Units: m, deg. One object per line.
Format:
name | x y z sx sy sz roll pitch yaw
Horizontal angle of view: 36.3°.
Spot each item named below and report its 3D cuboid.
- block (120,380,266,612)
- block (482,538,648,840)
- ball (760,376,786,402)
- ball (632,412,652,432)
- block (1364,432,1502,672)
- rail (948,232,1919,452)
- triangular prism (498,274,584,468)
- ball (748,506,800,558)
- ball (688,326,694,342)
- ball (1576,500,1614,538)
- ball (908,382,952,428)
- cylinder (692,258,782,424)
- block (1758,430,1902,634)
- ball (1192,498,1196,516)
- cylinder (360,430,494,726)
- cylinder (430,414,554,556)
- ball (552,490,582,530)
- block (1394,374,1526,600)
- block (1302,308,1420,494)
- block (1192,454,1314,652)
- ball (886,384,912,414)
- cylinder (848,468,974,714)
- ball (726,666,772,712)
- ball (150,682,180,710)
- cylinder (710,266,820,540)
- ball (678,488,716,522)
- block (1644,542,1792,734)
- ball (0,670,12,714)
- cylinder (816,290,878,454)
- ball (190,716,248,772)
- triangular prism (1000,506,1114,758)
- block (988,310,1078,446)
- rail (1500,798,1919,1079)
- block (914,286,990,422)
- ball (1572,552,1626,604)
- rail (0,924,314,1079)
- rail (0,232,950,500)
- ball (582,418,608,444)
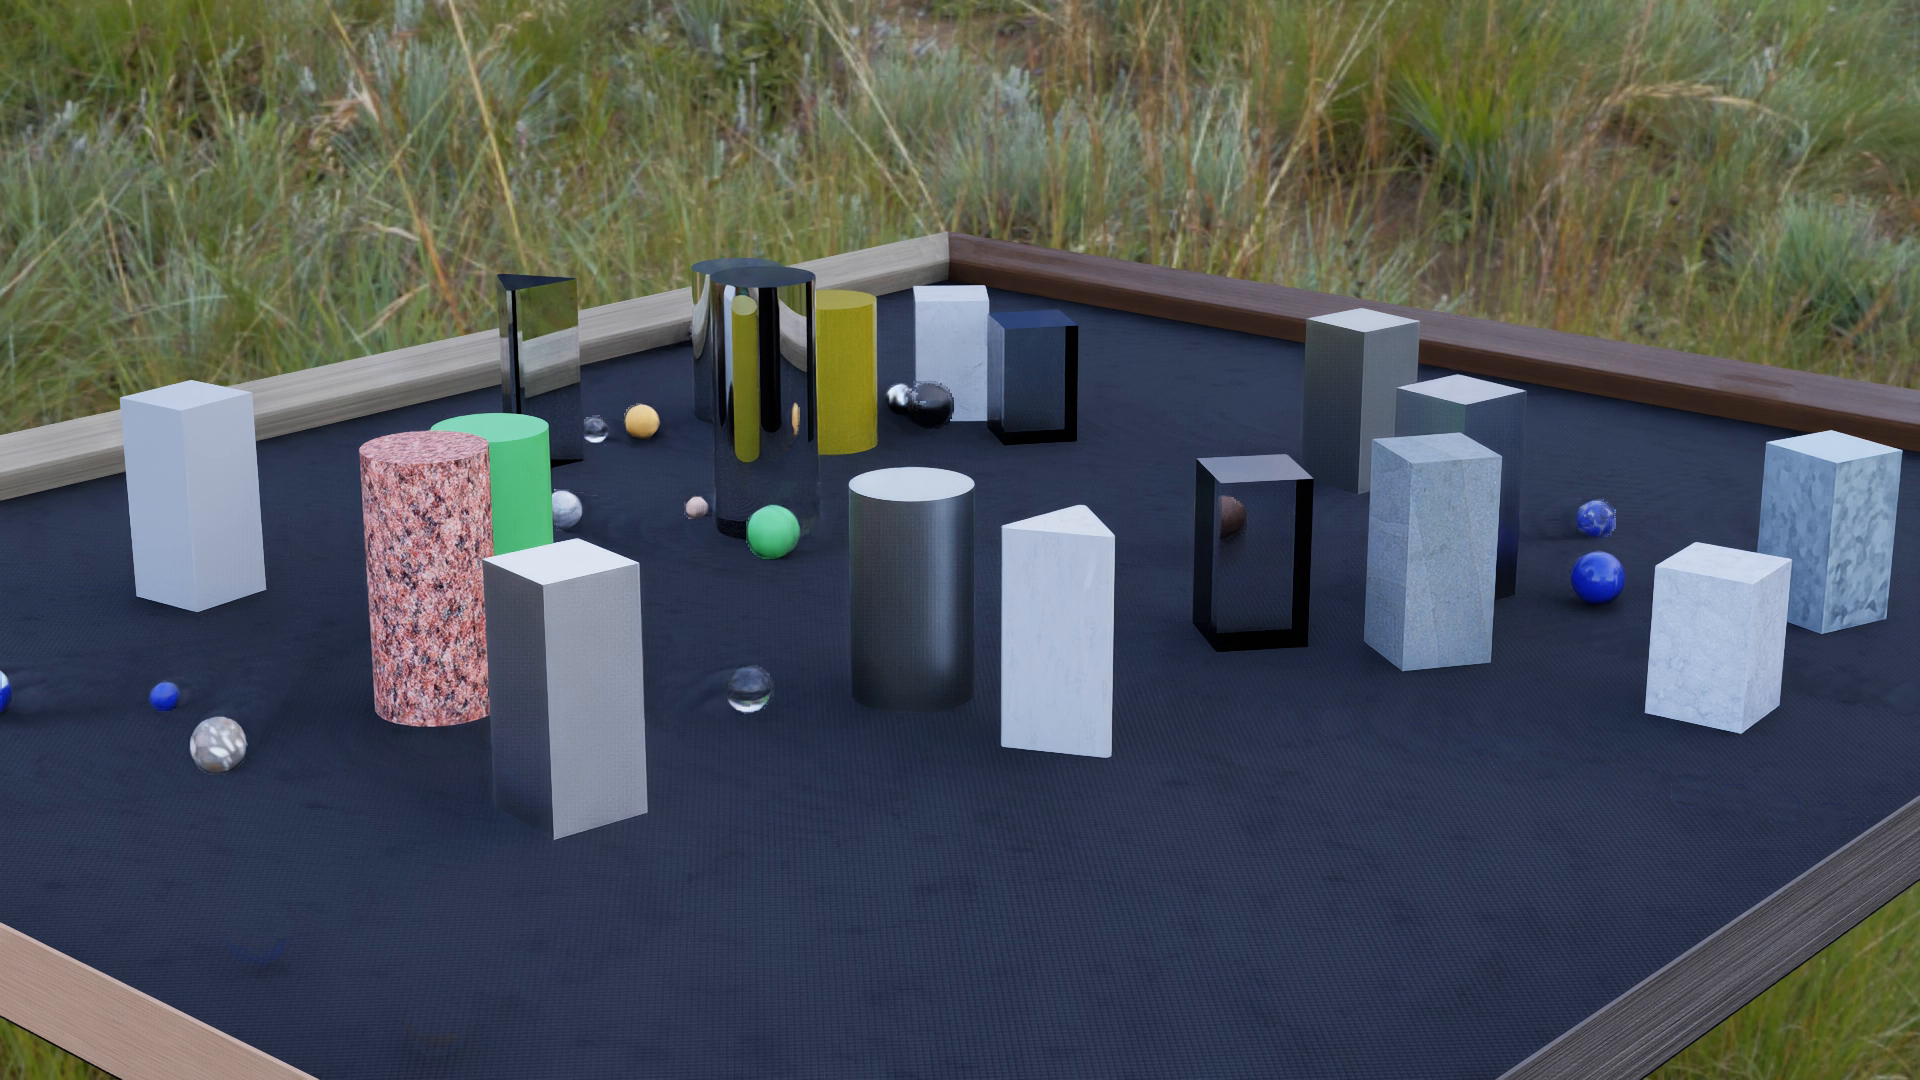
block | -1.330 -0.078 5.090 0.156 0.357 0.156 11 20 33
block | -0.554 0.207 4.121 0.156 0.371 0.156 -14 22 -38
ball | -0.410 -0.331 6.449 0.057 0.057 0.057 0 17 0
ball | -0.666 -0.247 6.144 0.042 0.042 0.042 0 17 0
block | 0.770 0.018 4.787 0.156 0.348 0.156 -5 17 -15
rail | 1.310 -0.404 6.564 3.594 0.127 0.045 14 22 39
triangular prism | -0.881 -0.342 5.930 0.147 0.377 0.169 16 23 43
ball | -0.339 -0.015 5.332 0.096 0.096 0.096 0 17 0
ball | -0.621 -0.493 6.988 0.055 0.055 0.055 0 17 0
ball | 1.184 -0.039 5.460 0.069 0.069 0.069 0 17 0
ball | -0.065 -0.286 6.232 0.096 0.096 0.096 0 17 0
cylinder | -0.476 -0.428 6.308 0.195 0.324 0.195 0 17 0
block | 1.473 -0.015 4.985 0.156 0.298 0.156 -10 19 -30
ball | 0.479 -0.063 5.517 0.081 0.081 0.081 0 17 0
cylinder | -0.817 0.058 4.532 0.195 0.418 0.195 0 17 0
cylinder | -0.786 -0.026 4.947 0.195 0.339 0.195 0 17 0
ball | -0.747 -0.056 5.511 0.072 0.072 0.072 0 17 0
block | 0.862 -0.083 5.089 0.156 0.367 0.156 -13 21 -37
block | 0.791 -0.277 5.804 0.156 0.325 0.156 -13 21 -37
block | 0.486 0.020 4.880 0.156 0.289 0.156 -3 17 -10
ball | -0.129 -0.304 6.344 0.064 0.064 0.064 0 17 0
cylinder | -0.075 0.077 4.598 0.195 0.343 0.195 0 17 0
ball | -0.329 0.232 4.554 0.072 0.072 0.072 0 17 0
ball | -1.239 0.242 4.569 0.044 0.044 0.044 0 17 0
cylinder | -0.363 -0.256 5.469 0.195 0.479 0.195 0 17 0
ball | -0.501 -0.062 5.580 0.072 0.072 0.072 0 17 0
block | 1.174 0.149 4.540 0.156 0.239 0.156 12 20 34
ball | -1.507 0.235 4.525 0.083 0.083 0.083 0 17 0
cylinder | -0.269 -0.349 6.078 0.195 0.305 0.195 0 17 0
ball | -1.090 0.301 4.310 0.082 0.082 0.082 0 17 0
triangular prism | 0.164 0.132 4.414 0.169 0.344 0.147 5 17 16
block | 0.151 -0.342 6.155 0.156 0.248 0.156 -4 17 -12
rail | 1.339 0.367 4.007 0.045 0.127 4.043 14 22 39
block | -0.020 -0.403 6.330 0.156 0.263 0.156 -1 17 -2
ball | 1.104 0.065 5.071 0.093 0.093 0.093 0 17 0
rail | -1.310 0.467 3.676 3.594 0.127 0.045 14 22 39
rail | -1.339 -0.304 6.233 0.045 0.127 4.043 14 22 39
ball | -0.761 -0.229 6.115 0.054 0.054 0.054 0 17 0
